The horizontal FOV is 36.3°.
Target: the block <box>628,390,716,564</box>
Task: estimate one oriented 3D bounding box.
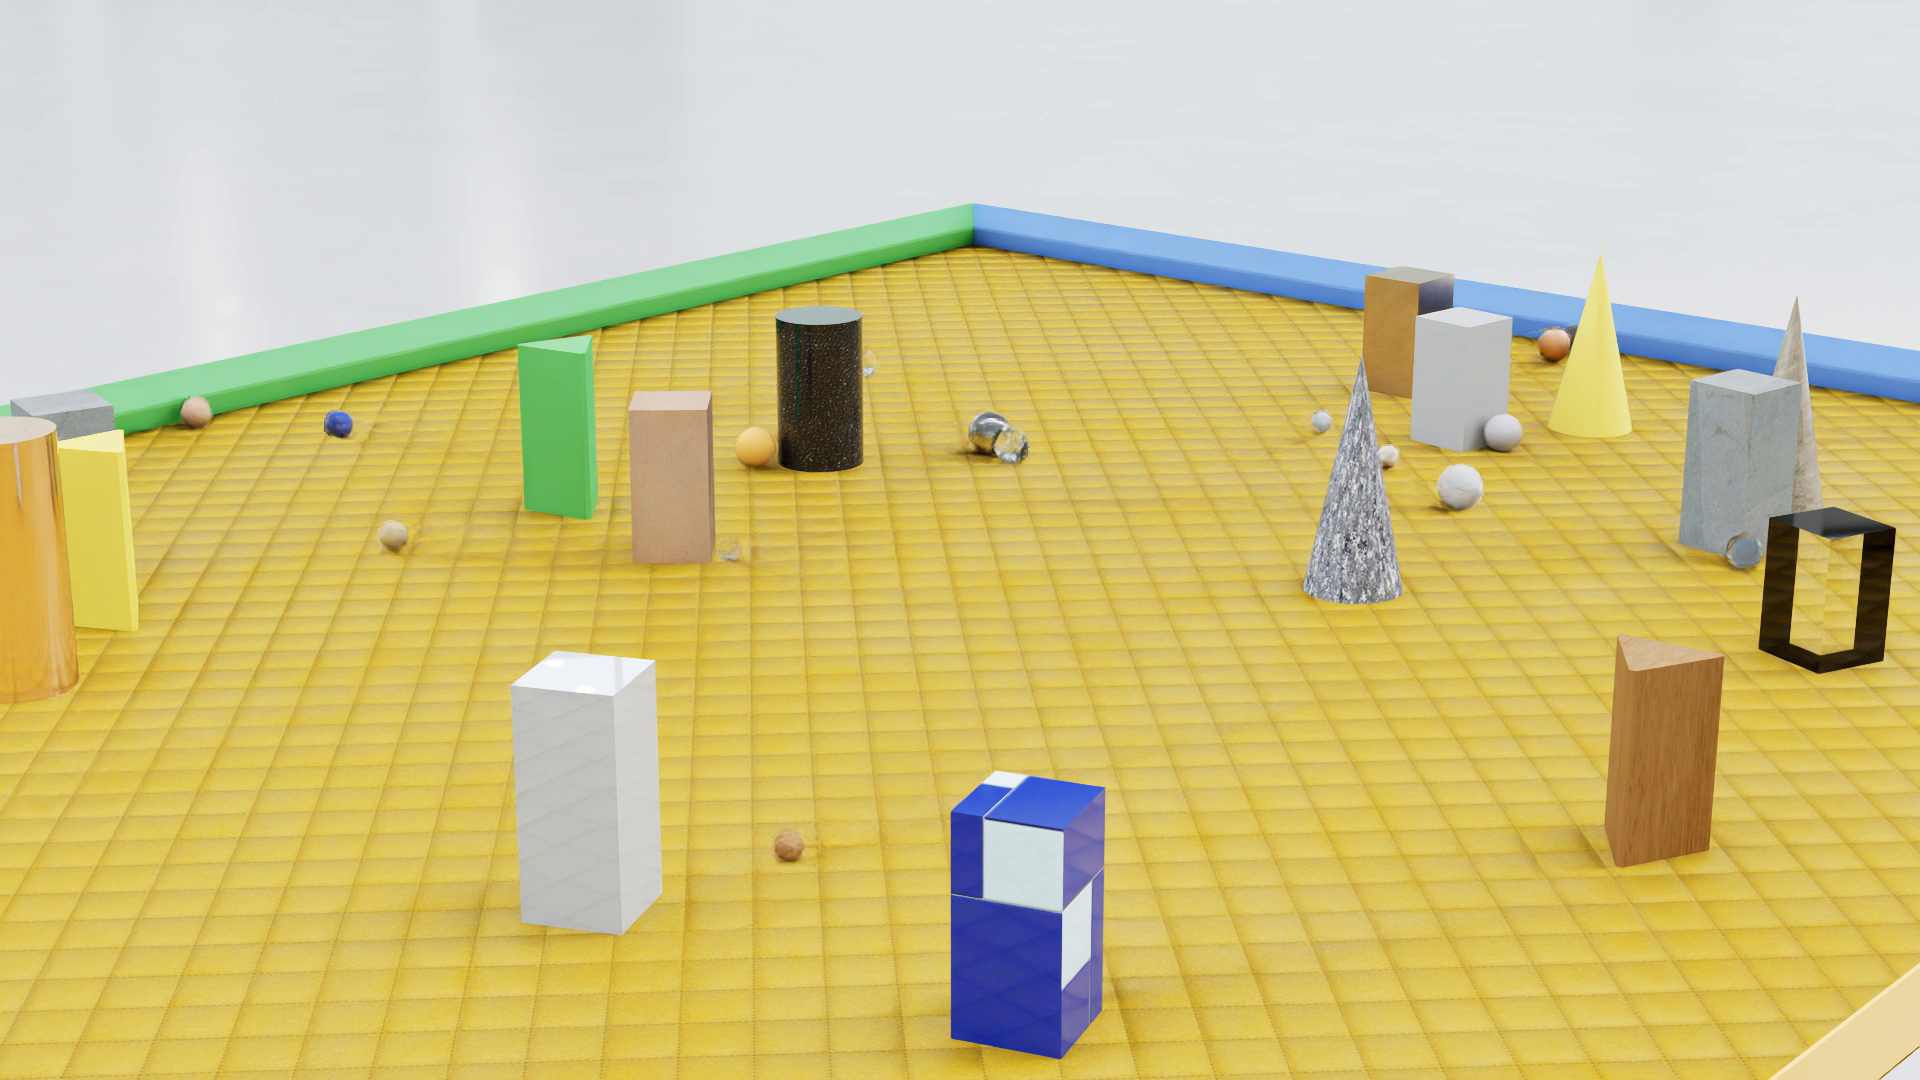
[{"bbox_3d":[-0.520,-0.115,5.303,0.140,0.284,0.140,0,17,-1],"label":"block"}]

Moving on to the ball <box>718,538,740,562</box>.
[{"bbox_3d":[-0.417,0.018,5.284,0.040,0.040,0.040,0,17,0],"label":"ball"}]

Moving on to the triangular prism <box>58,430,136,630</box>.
[{"bbox_3d":[-1.437,-0.020,4.946,0.151,0.310,0.131,5,17,15],"label":"triangular prism"}]

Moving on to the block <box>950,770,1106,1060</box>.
[{"bbox_3d":[0.080,0.441,3.465,0.140,0.289,0.140,7,18,22],"label":"block"}]

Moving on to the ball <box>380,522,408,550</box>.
[{"bbox_3d":[-1.032,-0.007,5.348,0.052,0.052,0.052,0,17,0],"label":"ball"}]

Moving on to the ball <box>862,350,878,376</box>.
[{"bbox_3d":[-0.215,-0.400,6.628,0.060,0.060,0.060,0,17,0],"label":"ball"}]

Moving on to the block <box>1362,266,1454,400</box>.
[{"bbox_3d":[0.990,-0.460,6.484,0.140,0.258,0.140,15,22,40],"label":"block"}]

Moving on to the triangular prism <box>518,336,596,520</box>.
[{"bbox_3d":[-0.736,-0.220,5.584,0.151,0.322,0.131,9,19,27],"label":"triangular prism"}]

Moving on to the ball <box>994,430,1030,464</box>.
[{"bbox_3d":[0.105,-0.189,5.917,0.070,0.070,0.070,0,17,0],"label":"ball"}]

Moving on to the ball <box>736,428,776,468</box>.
[{"bbox_3d":[-0.409,-0.186,5.889,0.080,0.080,0.080,0,17,0],"label":"ball"}]

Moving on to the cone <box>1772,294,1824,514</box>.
[{"bbox_3d":[1.548,-0.248,5.483,0.174,0.435,0.174,0,17,0],"label":"cone"}]

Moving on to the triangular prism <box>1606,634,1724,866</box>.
[{"bbox_3d":[0.931,0.281,4.005,0.151,0.281,0.131,-7,18,-23],"label":"triangular prism"}]

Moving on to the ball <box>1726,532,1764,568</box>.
[{"bbox_3d":[1.402,0.019,5.241,0.064,0.064,0.064,0,17,0],"label":"ball"}]

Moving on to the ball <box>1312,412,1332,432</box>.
[{"bbox_3d":[0.759,-0.247,6.154,0.043,0.043,0.043,0,17,0],"label":"ball"}]

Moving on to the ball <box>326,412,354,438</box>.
[{"bbox_3d":[-1.293,-0.241,6.112,0.055,0.055,0.055,0,17,0],"label":"ball"}]

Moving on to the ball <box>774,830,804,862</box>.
[{"bbox_3d":[-0.232,0.415,3.976,0.041,0.041,0.041,0,17,0],"label":"ball"}]

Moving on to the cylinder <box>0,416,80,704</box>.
[{"bbox_3d":[-1.489,0.030,4.597,0.174,0.417,0.174,0,17,0],"label":"cylinder"}]

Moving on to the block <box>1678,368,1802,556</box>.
[{"bbox_3d":[1.420,-0.139,5.339,0.140,0.309,0.140,-13,21,-37],"label":"block"}]

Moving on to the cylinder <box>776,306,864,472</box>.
[{"bbox_3d":[-0.282,-0.305,5.899,0.174,0.301,0.174,0,17,0],"label":"cylinder"}]

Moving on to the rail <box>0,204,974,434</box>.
[{"bbox_3d":[-1.500,-0.350,6.369,0.045,0.113,4.737,14,22,39],"label":"rail"}]

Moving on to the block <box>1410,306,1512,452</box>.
[{"bbox_3d":[1.035,-0.333,6.058,0.140,0.262,0.140,-14,22,-39],"label":"block"}]

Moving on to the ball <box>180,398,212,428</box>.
[{"bbox_3d":[-1.612,-0.268,6.188,0.063,0.063,0.063,0,17,0],"label":"ball"}]

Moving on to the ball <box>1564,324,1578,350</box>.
[{"bbox_3d":[1.433,-0.464,6.813,0.073,0.073,0.073,0,17,0],"label":"ball"}]

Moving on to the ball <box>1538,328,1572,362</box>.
[{"bbox_3d":[1.371,-0.450,6.763,0.076,0.076,0.076,0,17,0],"label":"ball"}]

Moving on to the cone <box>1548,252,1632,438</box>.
[{"bbox_3d":[1.333,-0.420,6.147,0.174,0.377,0.174,0,17,0],"label":"cone"}]

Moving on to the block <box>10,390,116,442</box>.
[{"bbox_3d":[-1.575,-0.092,5.183,0.140,0.311,0.140,-11,20,-31],"label":"block"}]

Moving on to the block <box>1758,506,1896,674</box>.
[{"bbox_3d":[1.407,0.080,4.762,0.140,0.226,0.140,-9,19,-26],"label":"block"}]

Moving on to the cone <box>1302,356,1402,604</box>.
[{"bbox_3d":[0.687,-0.118,5.072,0.174,0.424,0.174,0,17,0],"label":"cone"}]

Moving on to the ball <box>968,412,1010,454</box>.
[{"bbox_3d":[0.059,-0.219,5.985,0.087,0.087,0.087,0,17,0],"label":"ball"}]

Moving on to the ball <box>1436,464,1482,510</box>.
[{"bbox_3d":[0.954,-0.101,5.598,0.087,0.087,0.087,0,17,0],"label":"ball"}]

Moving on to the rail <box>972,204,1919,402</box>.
[{"bbox_3d":[1.537,-0.486,6.816,4.021,0.113,0.045,14,22,39],"label":"rail"}]

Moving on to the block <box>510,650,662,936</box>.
[{"bbox_3d":[-0.480,0.325,3.785,0.140,0.325,0.140,5,18,15],"label":"block"}]

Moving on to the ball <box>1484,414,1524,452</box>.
[{"bbox_3d":[1.114,-0.220,6.007,0.077,0.077,0.077,0,17,0],"label":"ball"}]

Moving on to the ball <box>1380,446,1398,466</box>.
[{"bbox_3d":[0.861,-0.169,5.896,0.043,0.043,0.043,0,17,0],"label":"ball"}]

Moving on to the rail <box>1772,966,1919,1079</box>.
[{"bbox_3d":[1.500,0.407,3.876,0.045,0.113,4.737,14,22,39],"label":"rail"}]
